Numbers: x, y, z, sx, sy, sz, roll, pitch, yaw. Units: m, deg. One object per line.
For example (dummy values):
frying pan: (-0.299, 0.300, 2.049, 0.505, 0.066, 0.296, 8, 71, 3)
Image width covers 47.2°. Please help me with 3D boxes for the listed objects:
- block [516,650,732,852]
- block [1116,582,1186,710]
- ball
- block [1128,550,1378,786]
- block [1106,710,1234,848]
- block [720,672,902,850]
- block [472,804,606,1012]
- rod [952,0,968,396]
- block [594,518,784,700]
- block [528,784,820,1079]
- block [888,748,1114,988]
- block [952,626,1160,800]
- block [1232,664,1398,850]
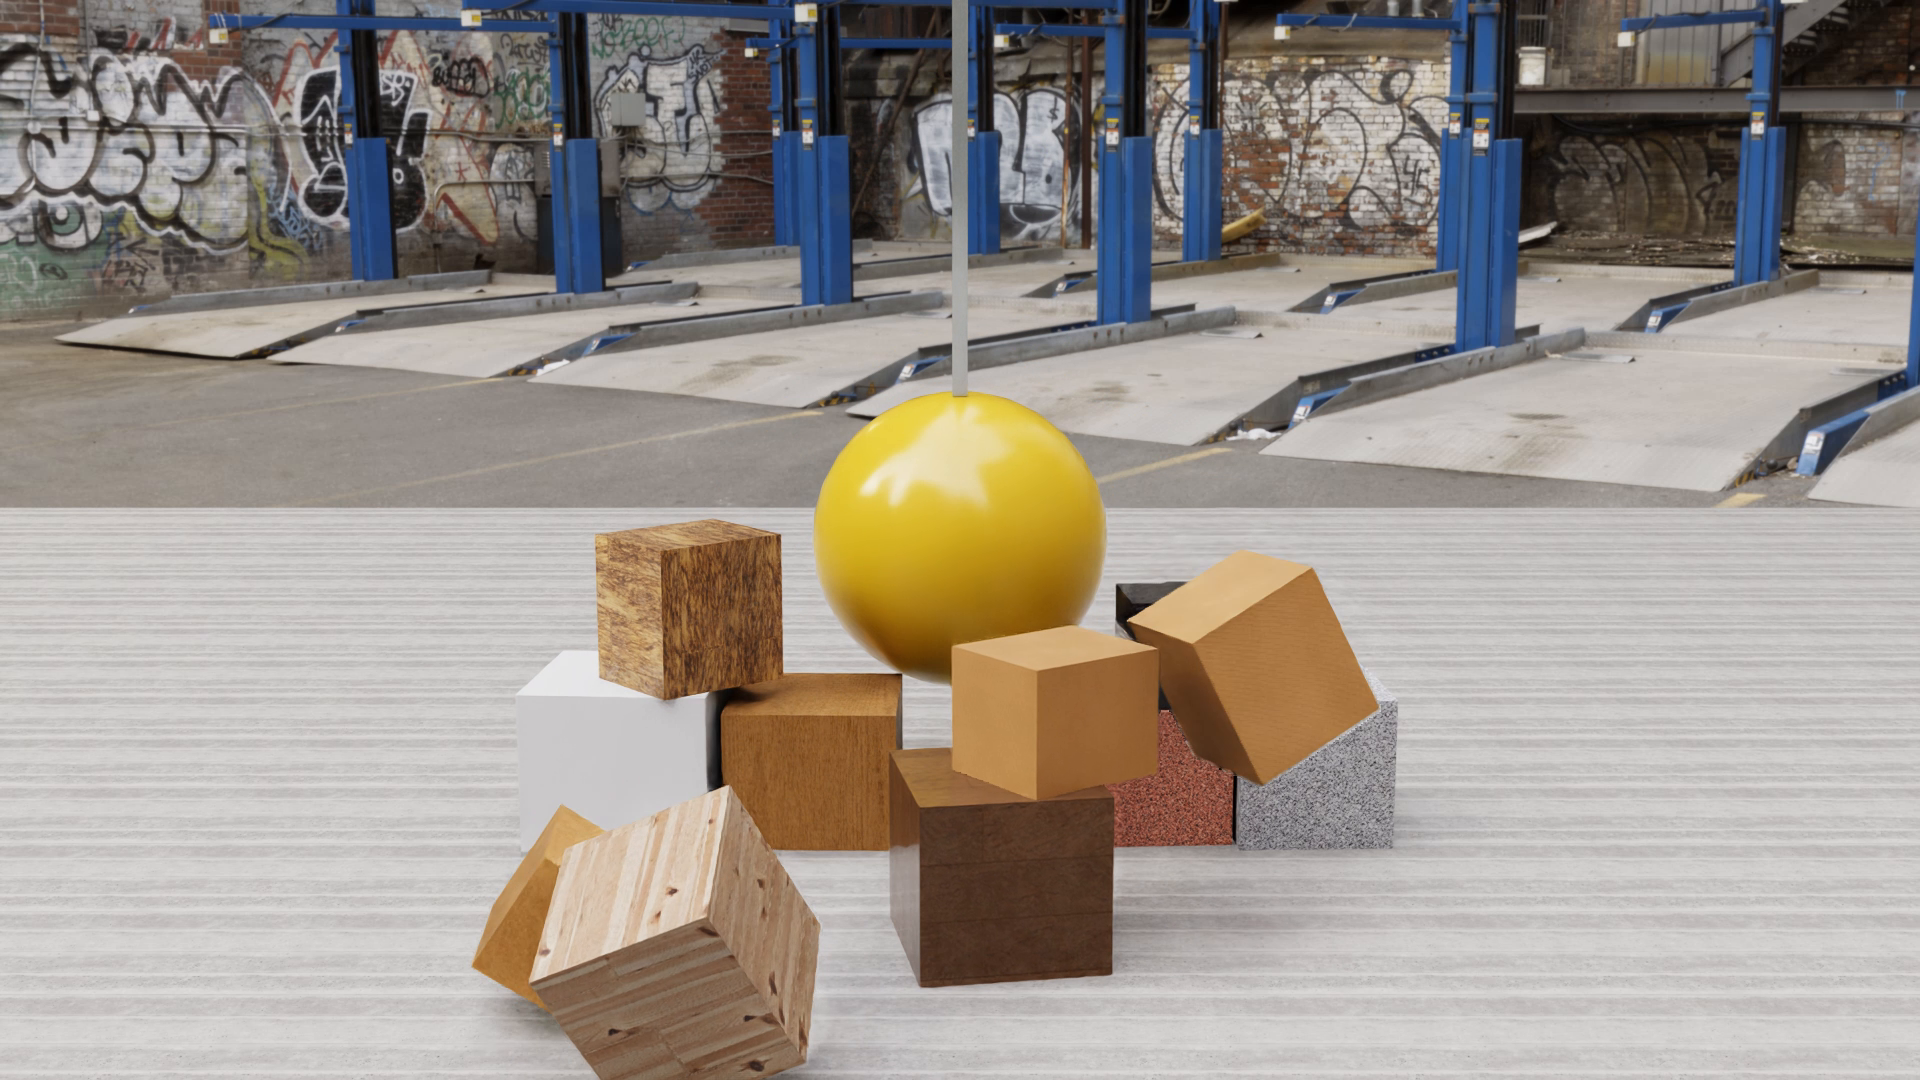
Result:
block: (-1.690, 1.081, 11.364, 0.945, 0.806, 0.968, 1, 10, 4)
block: (1.092, 0.534, 11.215, 0.520, 0.543, 0.522, -1, 10, -5)
ball: (0.000, -0.008, 11.917, 1.600, 1.600, 1.600, 0, 10, 0)
block: (1.302, 0.553, 9.834, 0.644, 0.728, 0.691, -31, 15, -14)
block: (0.959, 1.137, 11.367, 0.785, 0.697, 0.717, -1, 10, -4)
block: (-0.746, 1.133, 11.385, 0.867, 0.697, 0.883, 0, 10, 1)
block: (-1.544, 1.539, 8.922, 0.583, 0.532, 0.662, 33, 7, -10)
rod: (0.000, -3.255, 10.909, 0.080, 5.200, 0.080, 0, 17, 0)
block: (-1.368, 0.336, 11.131, 0.716, 0.743, 0.605, -9, 13, -40)
block: (-1.015, 1.507, 8.035, 0.704, 0.733, 0.753, -22, 27, 13)
block: (0.164, 1.402, 9.653, 0.828, 0.788, 0.883, -2, 10, -10)
block: (0.413, 0.737, 9.549, 0.682, 0.558, 0.579, -8, 13, -37)
block: (1.769, 1.105, 11.355, 0.777, 0.763, 0.806, 0, 10, -2)
